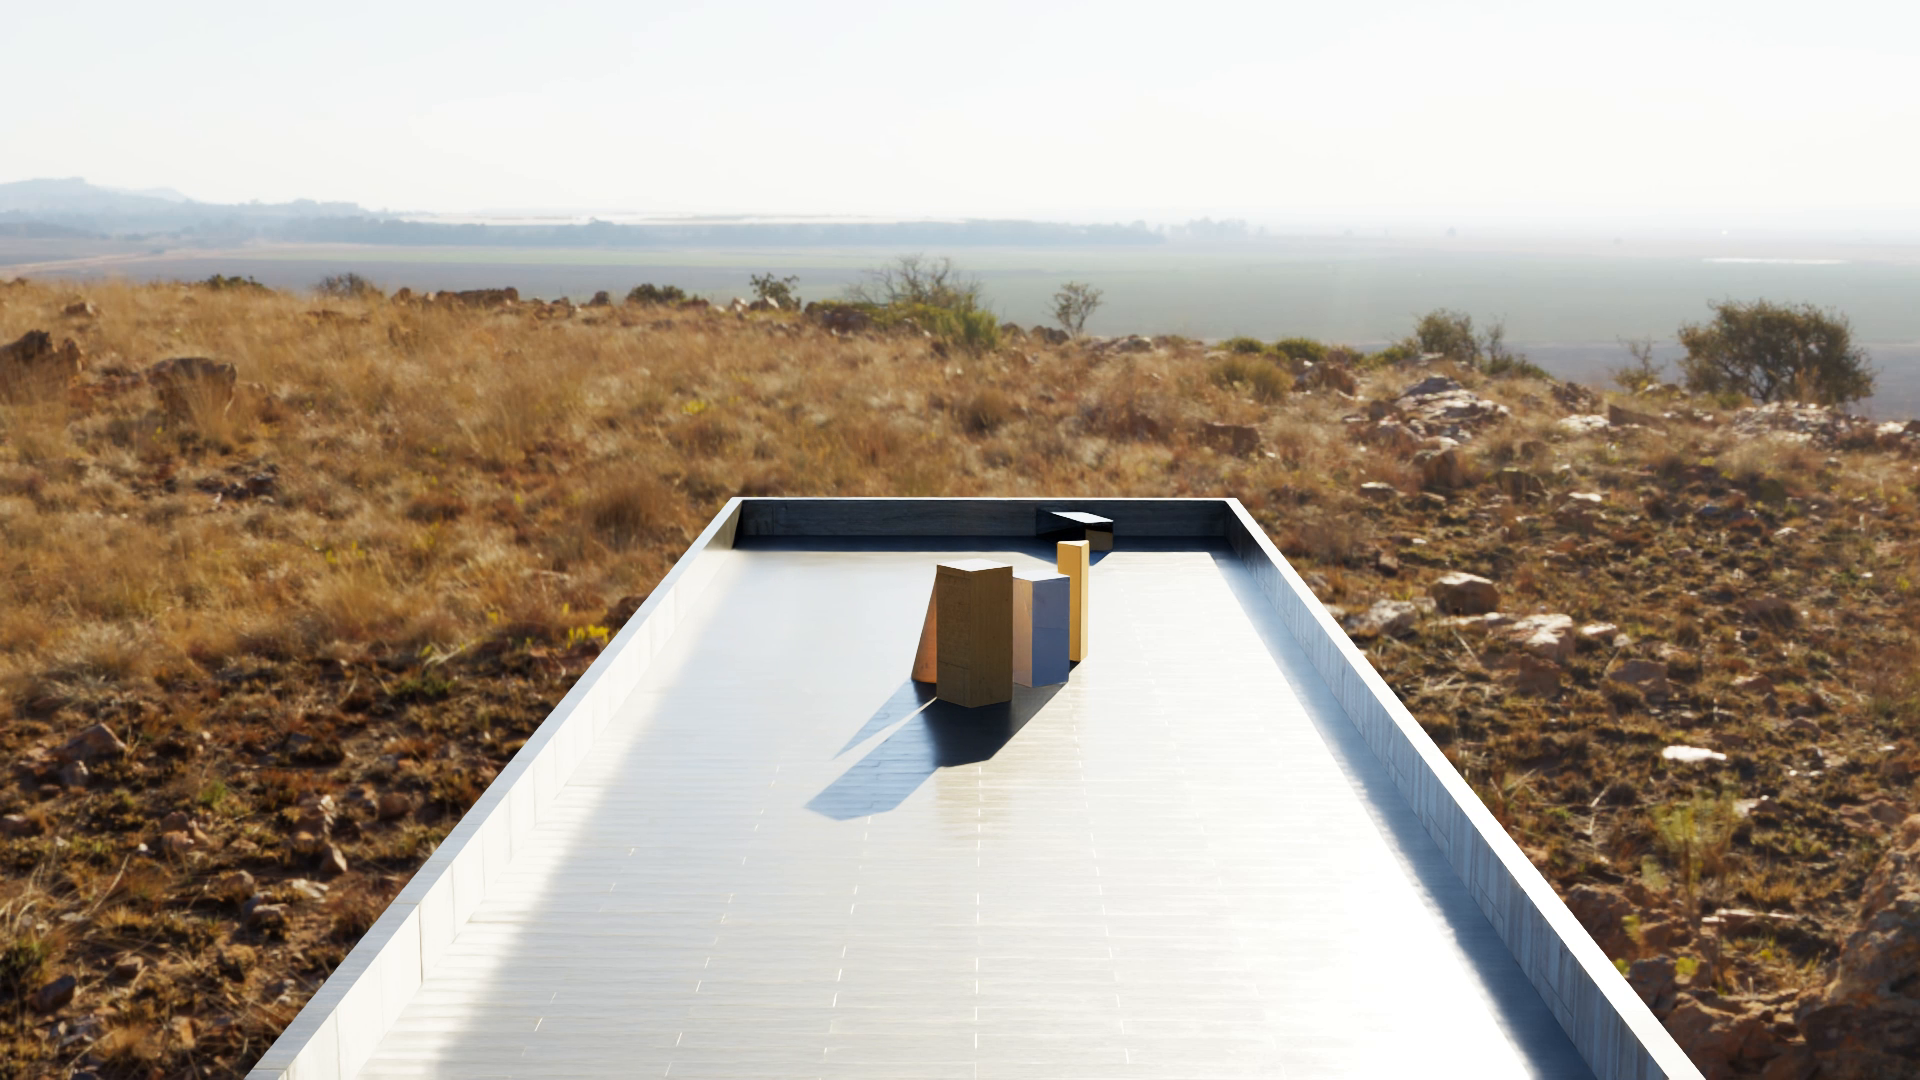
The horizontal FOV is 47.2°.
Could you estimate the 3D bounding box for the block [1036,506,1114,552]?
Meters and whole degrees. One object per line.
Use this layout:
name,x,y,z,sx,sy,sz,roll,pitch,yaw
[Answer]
block,0.459,-0.044,8.895,0.122,0.122,0.445,-4,10,-24

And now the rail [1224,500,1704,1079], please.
rail,1.046,0.843,3.208,0.050,0.150,12.000,0,9,1

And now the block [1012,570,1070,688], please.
block,0.223,0.256,6.400,0.137,0.311,0.137,-6,11,-35

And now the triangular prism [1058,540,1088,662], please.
triangular prism,0.361,0.183,6.715,0.085,0.356,0.098,-8,12,-43

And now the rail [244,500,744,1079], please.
rail,-1.004,0.839,3.234,0.050,0.150,12.000,0,9,1

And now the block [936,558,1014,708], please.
block,0.041,0.258,6.155,0.152,0.384,0.152,-7,11,-38

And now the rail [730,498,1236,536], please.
rail,0.099,-0.098,9.147,2.100,0.150,0.050,0,9,1

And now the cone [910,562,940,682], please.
cone,-0.061,0.233,6.446,0.172,0.341,0.172,0,9,0
